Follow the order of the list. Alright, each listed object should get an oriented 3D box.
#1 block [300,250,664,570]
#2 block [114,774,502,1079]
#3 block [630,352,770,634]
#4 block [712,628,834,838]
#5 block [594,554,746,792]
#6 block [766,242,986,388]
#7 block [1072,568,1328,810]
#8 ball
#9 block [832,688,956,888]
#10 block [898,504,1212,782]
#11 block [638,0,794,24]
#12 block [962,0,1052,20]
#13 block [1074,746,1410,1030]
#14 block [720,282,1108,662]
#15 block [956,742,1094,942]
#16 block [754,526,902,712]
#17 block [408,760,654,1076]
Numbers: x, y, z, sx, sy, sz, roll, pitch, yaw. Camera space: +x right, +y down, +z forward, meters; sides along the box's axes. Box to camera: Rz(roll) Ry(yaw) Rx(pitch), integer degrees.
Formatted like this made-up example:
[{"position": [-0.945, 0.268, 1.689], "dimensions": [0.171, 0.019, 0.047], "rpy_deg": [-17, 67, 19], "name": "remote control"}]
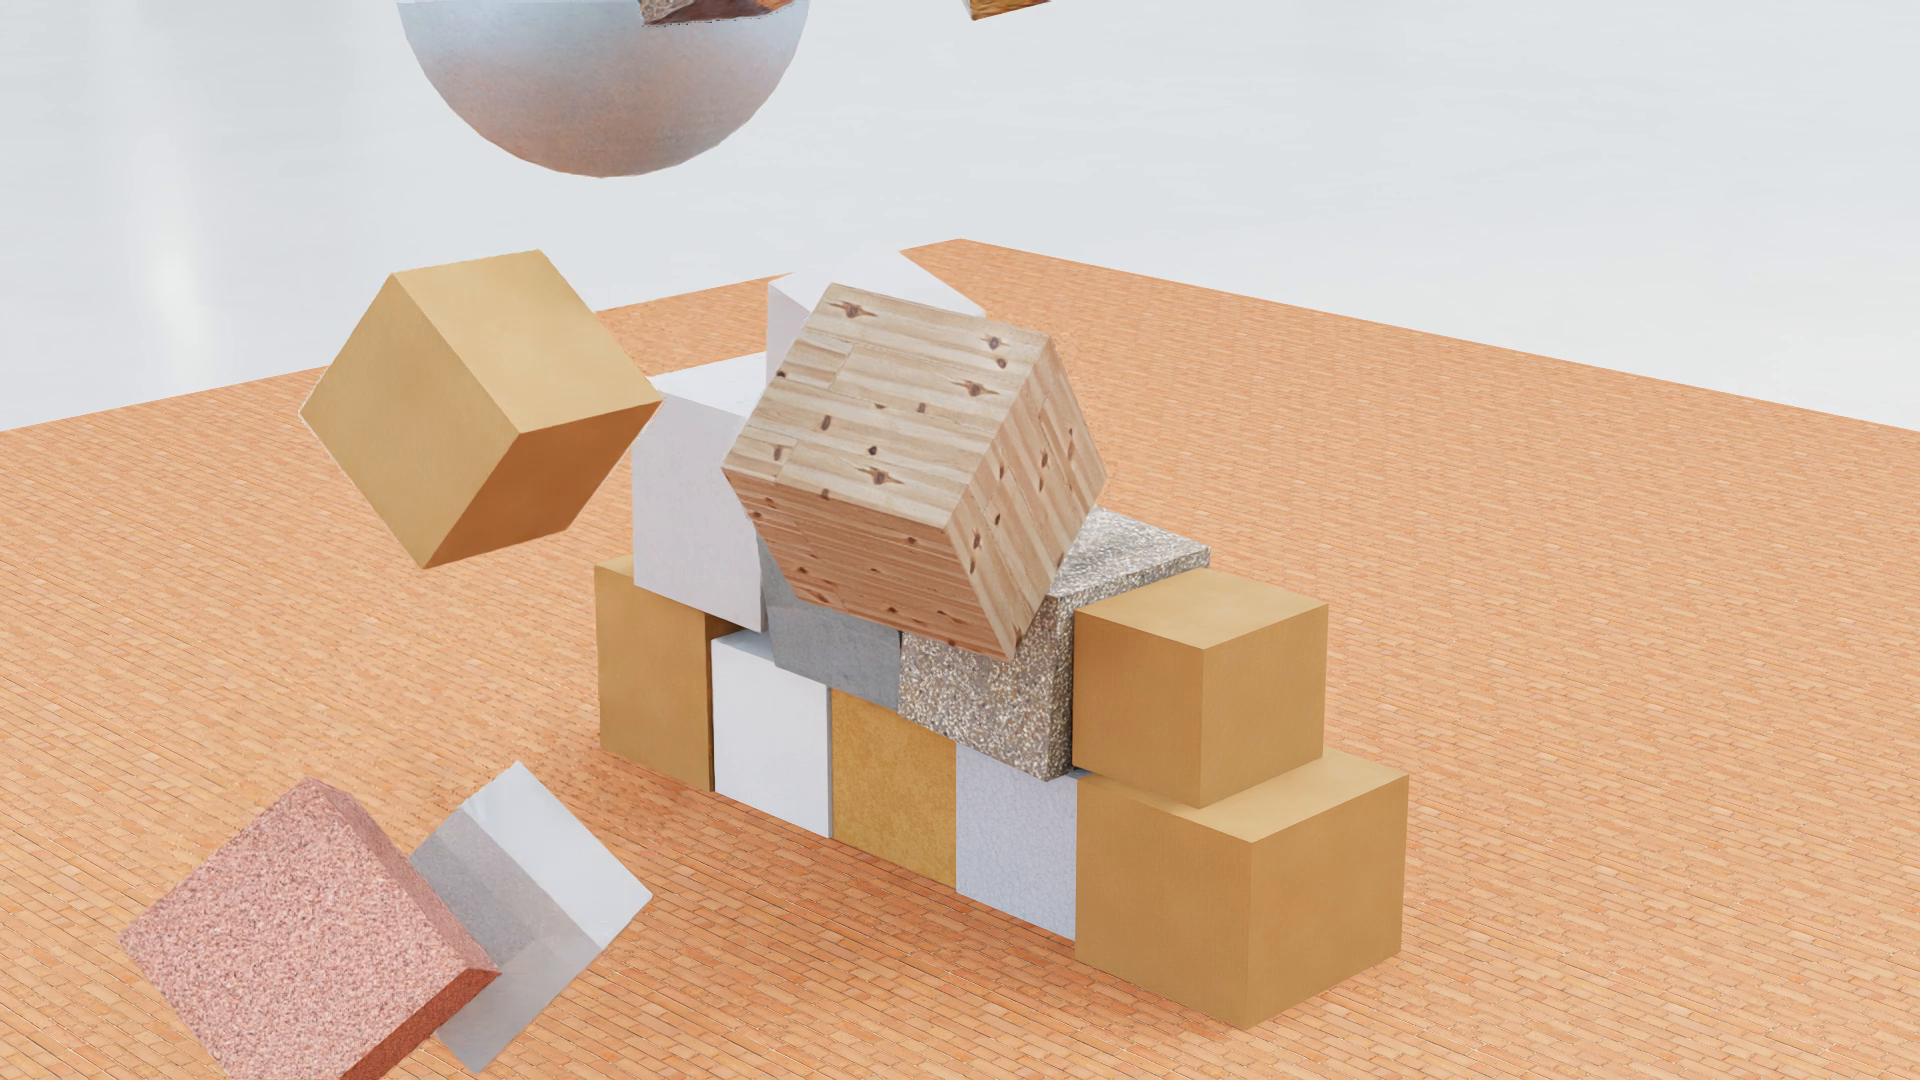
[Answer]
[{"position": [-1.615, -0.452, 9.912], "dimensions": [0.715, 0.682, 0.725], "rpy_deg": [50, 33, 15], "name": "block"}, {"position": [-2.185, 1.410, 9.944], "dimensions": [0.809, 0.832, 0.792], "rpy_deg": [-41, -7, -7], "name": "block"}, {"position": [-0.913, -0.263, 14.188], "dimensions": [0.966, 1.029, 0.941], "rpy_deg": [-16, 25, -42], "name": "block"}, {"position": [-0.640, 0.864, 14.276], "dimensions": [0.772, 0.791, 0.820], "rpy_deg": [-17, 24, -42], "name": "block"}, {"position": [-1.226, 0.589, 14.831], "dimensions": [0.866, 0.983, 0.855], "rpy_deg": [-17, 24, -42], "name": "block"}, {"position": [-0.392, -0.828, 13.327], "dimensions": [0.659, 0.648, 0.744], "rpy_deg": [-23, 44, -33], "name": "block"}, {"position": [1.020, 0.613, 12.462], "dimensions": [0.709, 0.698, 0.820], "rpy_deg": [16, 24, 42], "name": "block"}, {"position": [-1.362, -2.191, 11.225], "dimensions": [1.600, 1.600, 1.600], "rpy_deg": [0, 17, 0], "name": "ball"}, {"position": [-0.029, 1.031, 13.722], "dimensions": [0.771, 0.805, 0.842], "rpy_deg": [-17, 24, -42], "name": "block"}, {"position": [0.415, 0.407, 13.008], "dimensions": [0.903, 0.845, 0.994], "rpy_deg": [21, 27, 40], "name": "block"}, {"position": [-0.752, -2.237, 10.182], "dimensions": [0.665, 0.677, 0.609], "rpy_deg": [-15, 1, 41], "name": "block"}, {"position": [0.271, -2.505, 10.719], "dimensions": [0.757, 0.768, 0.740], "rpy_deg": [-15, 45, -7], "name": "block"}, {"position": [1.200, 1.395, 12.520], "dimensions": [1.044, 0.830, 0.952], "rpy_deg": [-17, 24, -42], "name": "block"}, {"position": [-0.167, -0.283, 12.168], "dimensions": [1.053, 1.008, 0.972], "rpy_deg": [16, 63, 27], "name": "block"}, {"position": [0.550, 1.241, 13.133], "dimensions": [0.764, 0.758, 0.839], "rpy_deg": [-17, 24, -42], "name": "block"}, {"position": [-0.299, 0.074, 13.551], "dimensions": [0.865, 1.024, 0.918], "rpy_deg": [-26, 30, -38], "name": "block"}, {"position": [-1.728, 1.397, 10.957], "dimensions": [0.732, 0.691, 0.747], "rpy_deg": [45, 12, 0], "name": "block"}]
